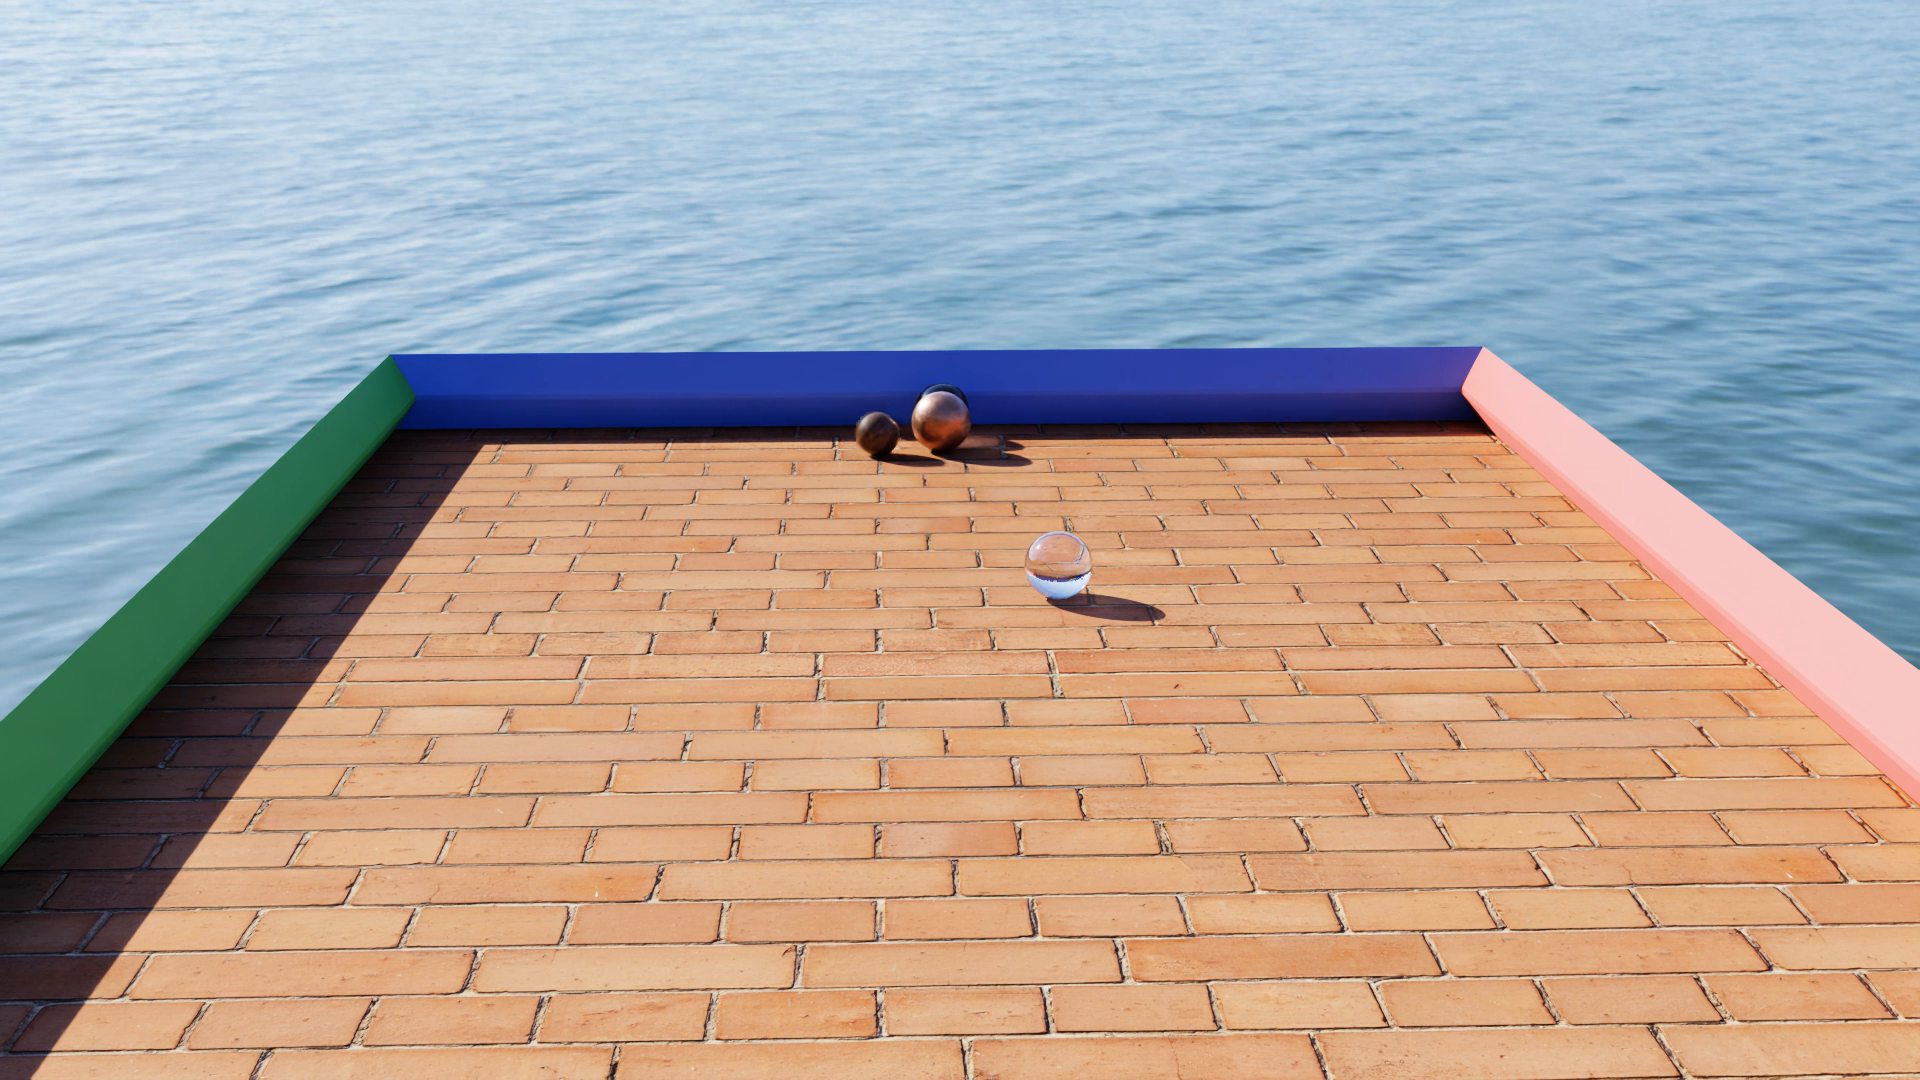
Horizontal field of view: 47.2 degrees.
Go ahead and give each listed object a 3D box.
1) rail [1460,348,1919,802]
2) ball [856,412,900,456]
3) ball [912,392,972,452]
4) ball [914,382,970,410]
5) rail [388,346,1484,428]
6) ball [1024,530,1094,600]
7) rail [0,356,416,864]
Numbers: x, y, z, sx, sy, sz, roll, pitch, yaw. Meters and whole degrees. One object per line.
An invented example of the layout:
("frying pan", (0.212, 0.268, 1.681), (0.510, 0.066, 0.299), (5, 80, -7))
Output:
("rail", (0.852, 0.197, 1.936), (0.045, 0.116, 3.154), (-1, 16, -2))
("ball", (-0.120, -0.156, 3.236), (0.065, 0.065, 0.065), (0, 16, 0))
("ball", (-0.027, -0.175, 3.259), (0.089, 0.089, 0.089), (0, 16, 0))
("ball", (-0.028, -0.197, 3.342), (0.084, 0.084, 0.084), (0, 16, 0))
("rail", (-0.028, -0.231, 3.397), (1.696, 0.116, 0.045), (-1, 16, -2))
("ball", (0.115, 0.029, 2.575), (0.081, 0.081, 0.081), (0, 16, 0))
("rail", (-0.795, 0.214, 1.879), (0.045, 0.116, 3.154), (-1, 16, -2))
